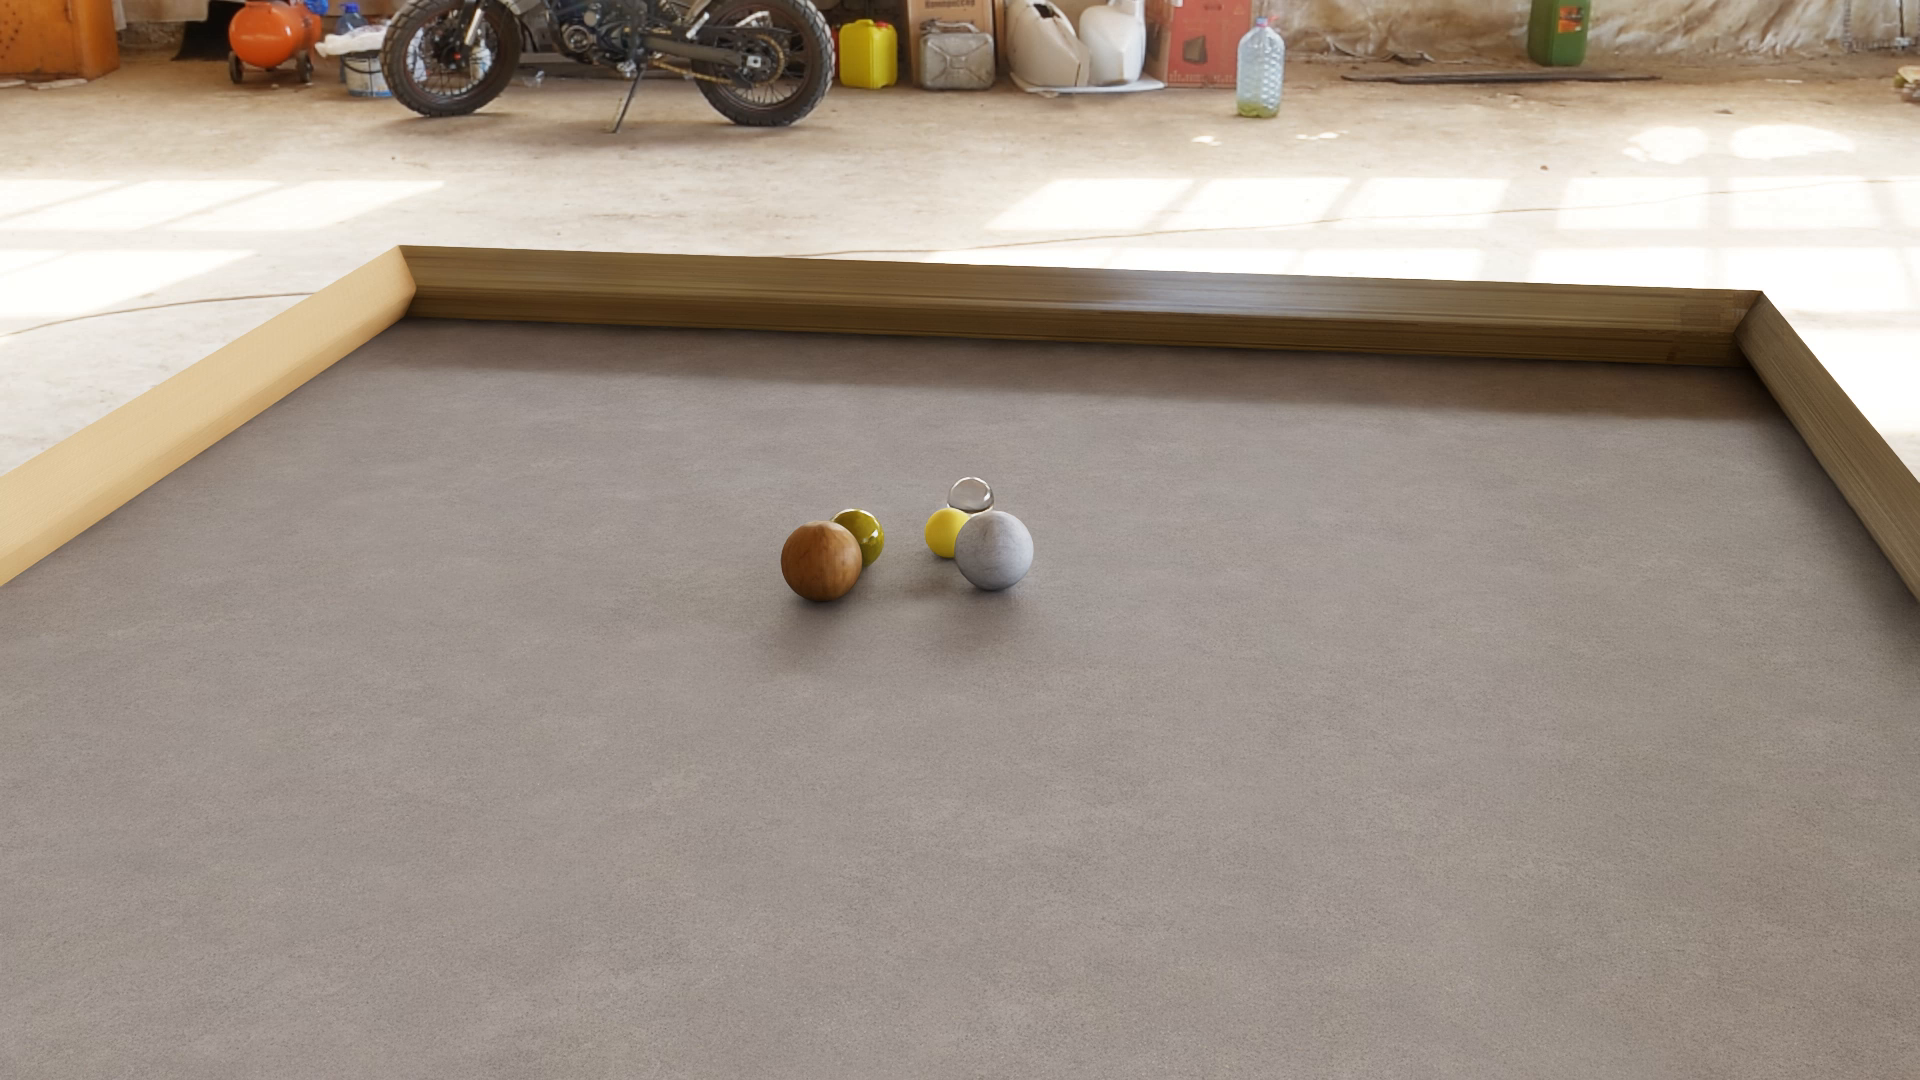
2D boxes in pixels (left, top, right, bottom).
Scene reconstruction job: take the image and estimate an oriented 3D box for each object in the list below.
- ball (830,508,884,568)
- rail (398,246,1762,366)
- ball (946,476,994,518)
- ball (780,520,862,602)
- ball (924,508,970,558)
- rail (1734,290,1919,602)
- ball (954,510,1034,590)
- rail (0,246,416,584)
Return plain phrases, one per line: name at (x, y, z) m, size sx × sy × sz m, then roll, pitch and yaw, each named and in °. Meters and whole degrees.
ball at (-0.127, -0.001, 2.631) m, size 0.074 × 0.074 × 0.074 m, roll 0°, pitch 20°, yaw 0°
rail at (0.146, -0.378, 3.570) m, size 2.224 × 0.122 × 0.045 m, roll 3°, pitch 21°, yaw 8°
ball at (0.013, -0.050, 2.781) m, size 0.060 × 0.060 × 0.060 m, roll 0°, pitch 20°, yaw 0°
ball at (-0.159, 0.024, 2.533) m, size 0.094 × 0.094 × 0.094 m, roll 0°, pitch 20°, yaw 0°
ball at (-0.013, -0.008, 2.668) m, size 0.061 × 0.061 × 0.061 m, roll 0°, pitch 20°, yaw 0°
rail at (0.928, 0.395, 1.493) m, size 0.045 × 0.122 × 4.214 m, roll 3°, pitch 21°, yaw 8°
ball at (0.040, 0.012, 2.567) m, size 0.093 × 0.093 × 0.093 m, roll 0°, pitch 20°, yaw 0°
rail at (-1.227, 0.288, 1.782) m, size 0.045 × 0.122 × 4.214 m, roll 3°, pitch 21°, yaw 8°
